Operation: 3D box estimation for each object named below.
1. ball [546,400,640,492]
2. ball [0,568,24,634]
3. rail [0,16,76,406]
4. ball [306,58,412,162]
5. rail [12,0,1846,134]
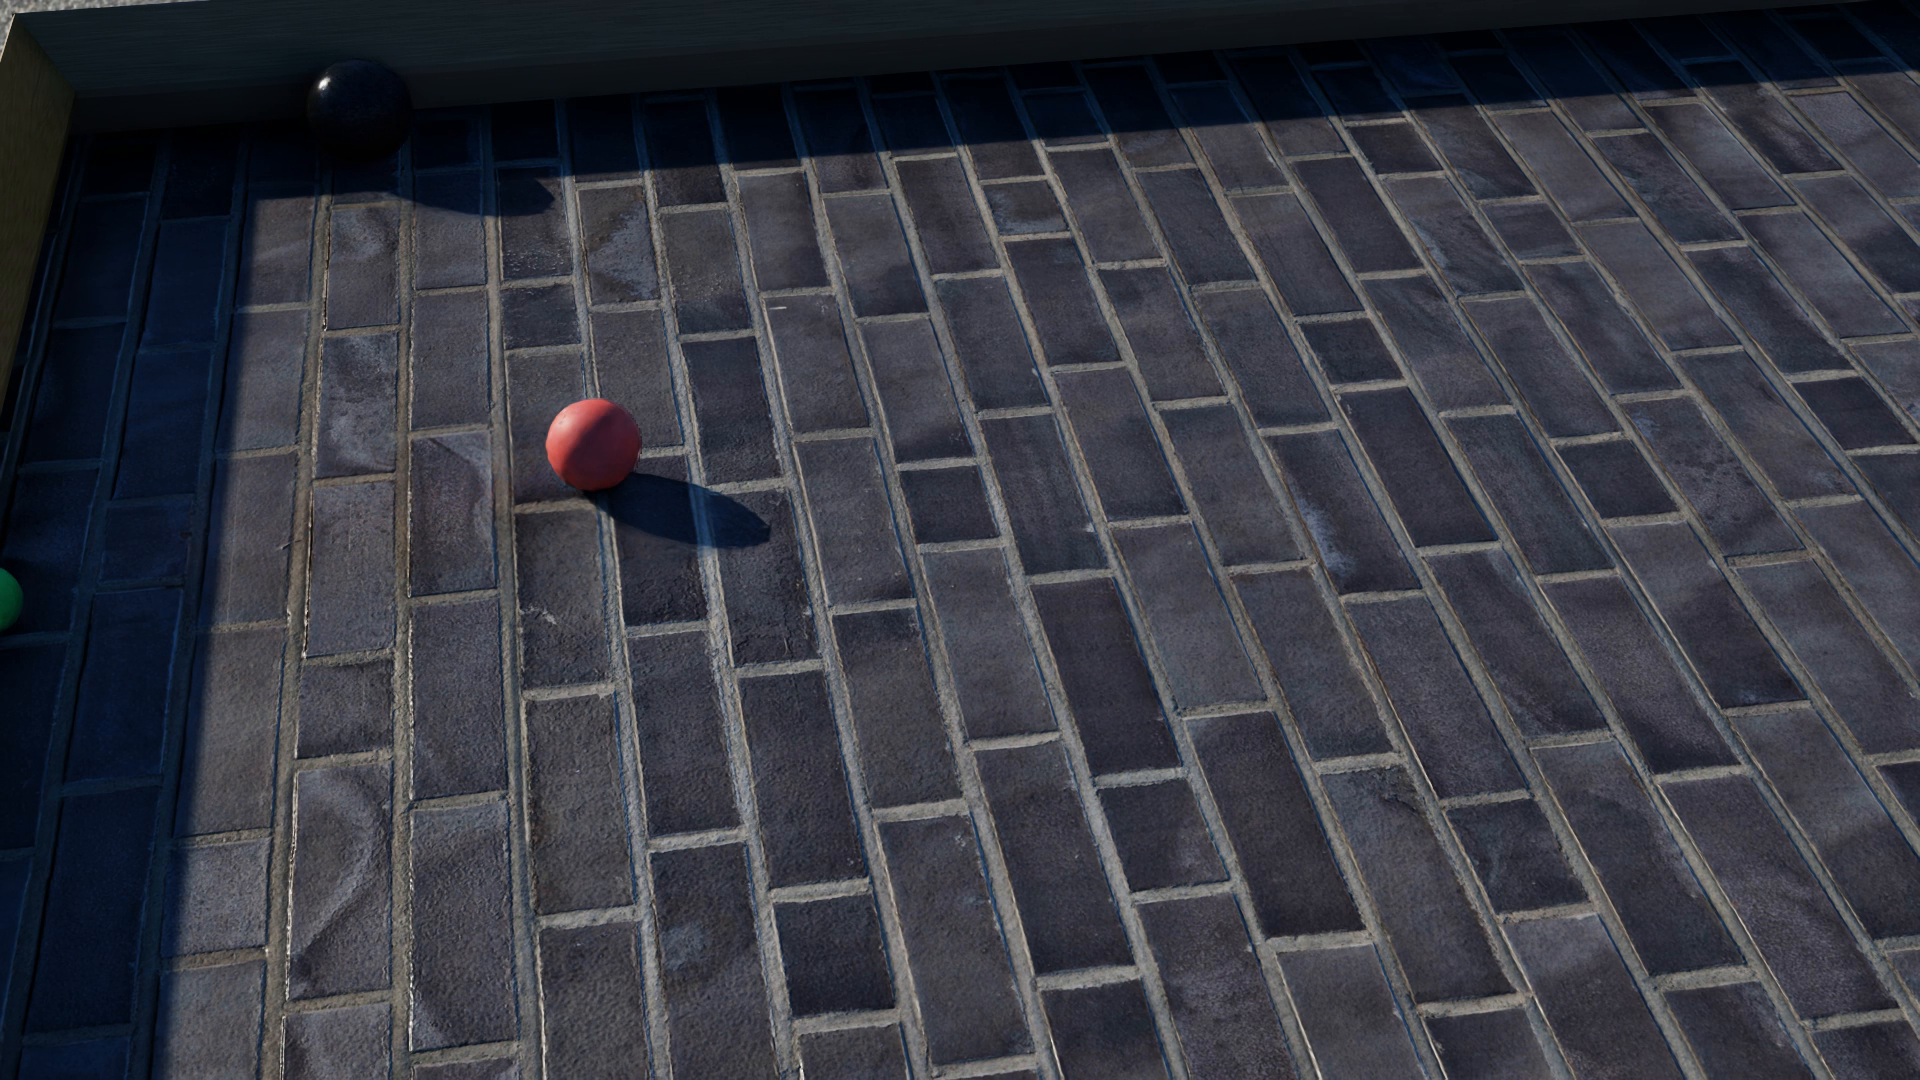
[{"bbox_3d":[-0.252,-0.065,1.762,0.063,0.063,0.063,0,36,0],"label":"ball"},{"bbox_3d":[-0.620,0.039,1.632,0.046,0.046,0.046,0,36,0],"label":"ball"},{"bbox_3d":[-0.639,0.045,1.566,0.045,0.112,1.536,-6,36,-8],"label":"rail"},{"bbox_3d":[-0.504,-0.360,2.153,0.086,0.086,0.086,0,36,0],"label":"ball"},{"bbox_3d":[0.537,-0.514,2.342,2.688,0.112,0.045,-6,36,-8],"label":"rail"}]
